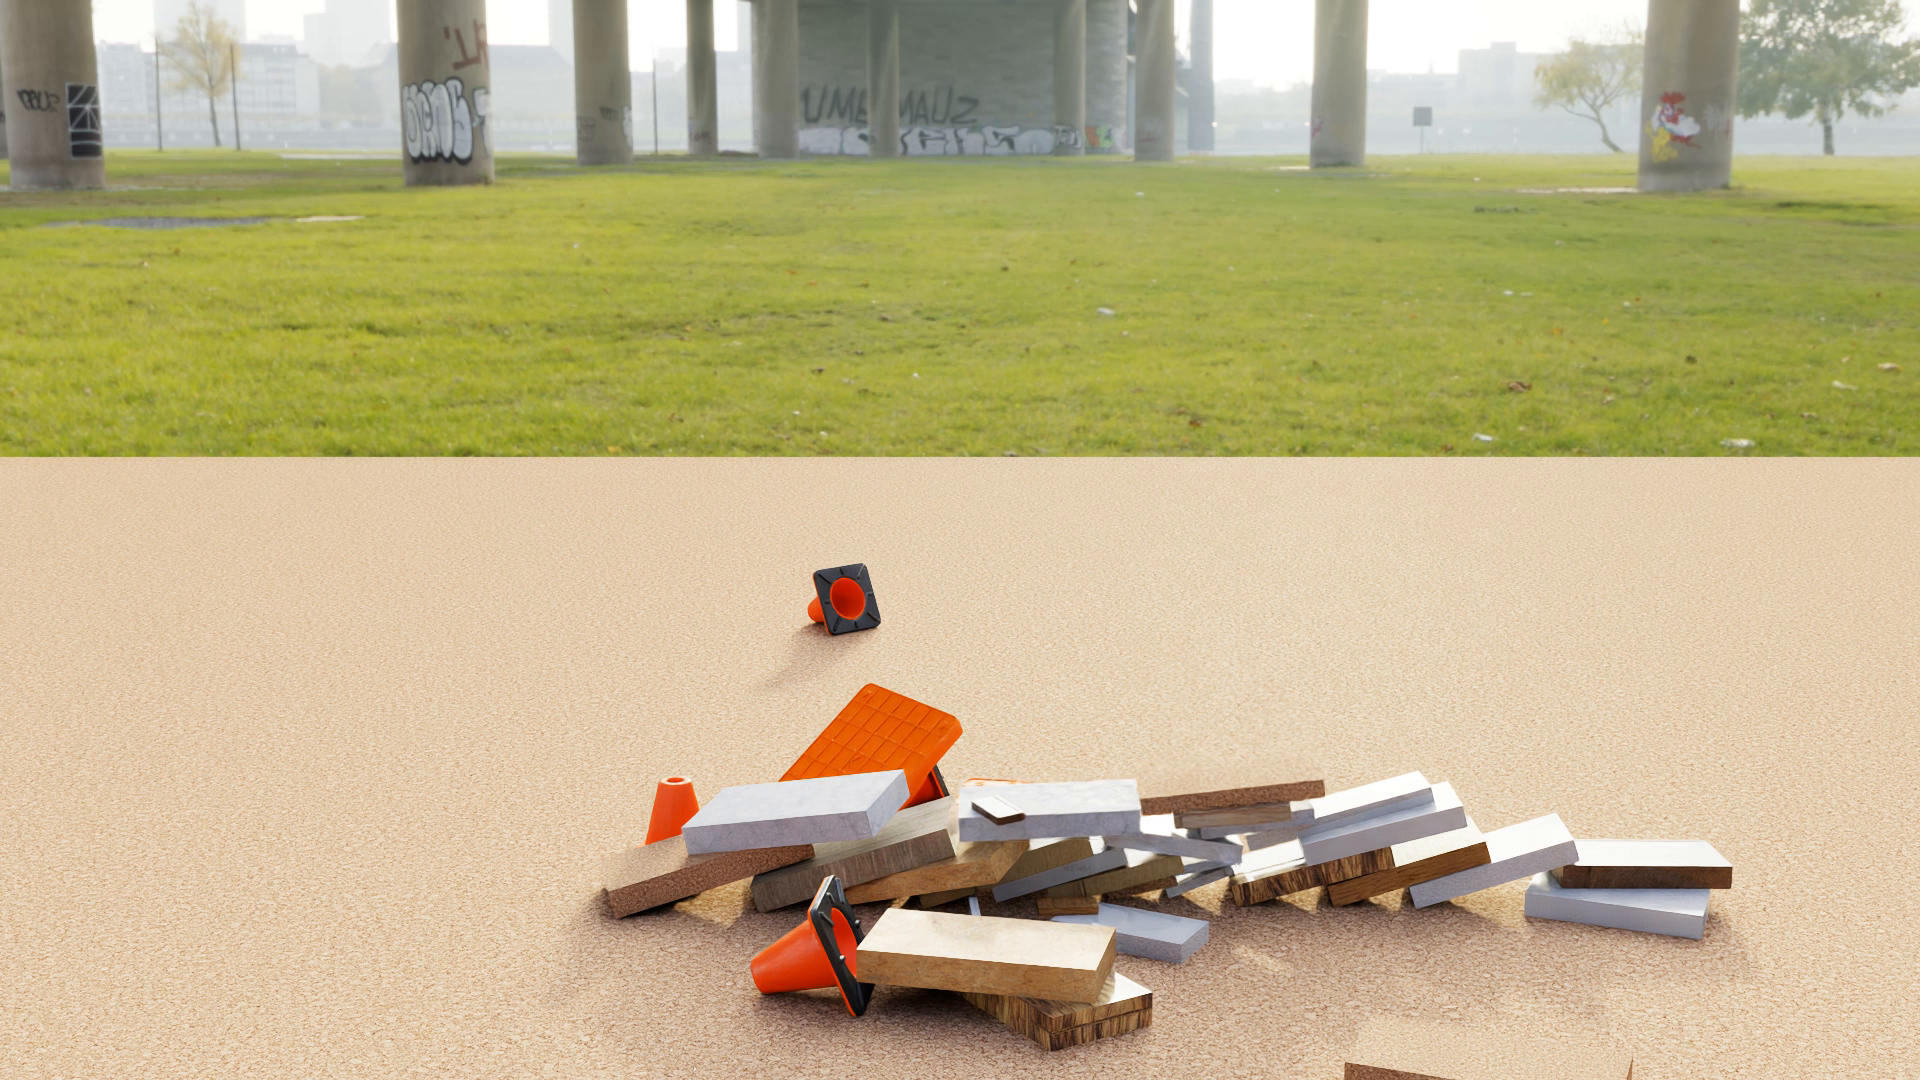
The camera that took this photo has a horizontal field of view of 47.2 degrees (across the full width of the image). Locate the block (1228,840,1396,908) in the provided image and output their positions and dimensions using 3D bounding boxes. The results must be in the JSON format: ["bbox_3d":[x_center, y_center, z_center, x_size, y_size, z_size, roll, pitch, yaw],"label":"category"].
[{"bbox_3d":[0.579,0.538,3.657,0.266,0.038,0.133,-15,10,3],"label":"block"}]

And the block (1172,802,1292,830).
[{"bbox_3d":[0.444,0.437,3.591,0.189,0.027,0.095,-5,13,8],"label":"block"}]

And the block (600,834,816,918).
[{"bbox_3d":[-0.422,0.528,3.654,0.338,0.048,0.169,-16,13,-11],"label":"block"}]

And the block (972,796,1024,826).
[{"bbox_3d":[0.060,0.432,3.518,0.048,0.014,0.095,-9,14,-25],"label":"block"}]

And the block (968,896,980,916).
[{"bbox_3d":[0.023,0.602,3.471,0.014,0.048,0.095,-1,11,-3],"label":"block"}]

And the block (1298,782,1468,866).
[{"bbox_3d":[0.693,0.469,3.639,0.266,0.038,0.133,-15,10,5],"label":"block"}]

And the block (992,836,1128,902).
[{"bbox_3d":[0.164,0.536,3.654,0.227,0.032,0.113,-17,10,5],"label":"block"}]

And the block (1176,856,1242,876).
[{"bbox_3d":[0.408,0.532,3.665,0.117,0.017,0.059,-11,10,-1],"label":"block"}]

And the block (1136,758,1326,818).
[{"bbox_3d":[0.441,0.405,3.603,0.298,0.032,0.112,-6,12,3],"label":"block"}]

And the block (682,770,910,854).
[{"bbox_3d":[-0.270,0.448,3.624,0.338,0.048,0.169,-8,14,22],"label":"block"}]

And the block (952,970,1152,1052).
[{"bbox_3d":[0.107,0.648,3.224,0.174,0.049,0.347,-7,12,-32],"label":"block"}]

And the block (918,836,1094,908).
[{"bbox_3d":[0.071,0.527,3.657,0.293,0.041,0.146,-18,10,2],"label":"block"}]

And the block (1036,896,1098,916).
[{"bbox_3d":[0.170,0.583,3.499,0.095,0.014,0.048,-1,11,-3],"label":"block"}]

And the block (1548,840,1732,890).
[{"bbox_3d":[1.118,0.536,3.641,0.274,0.039,0.137,0,10,0],"label":"block"}]

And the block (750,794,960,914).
[{"bbox_3d":[-0.169,0.518,3.633,0.338,0.048,0.169,-17,10,7],"label":"block"}]

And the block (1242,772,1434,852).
[{"bbox_3d":[0.624,0.451,3.658,0.314,0.027,0.095,-15,10,1],"label":"block"}]

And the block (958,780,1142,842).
[{"bbox_3d":[0.145,0.441,3.585,0.292,0.041,0.146,-3,13,1],"label":"block"}]

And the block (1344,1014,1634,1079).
[{"bbox_3d":[0.699,0.707,2.905,0.347,0.049,0.174,4,11,22],"label":"block"}]

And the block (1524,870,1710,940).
[{"bbox_3d":[1.068,0.588,3.571,0.274,0.039,0.137,5,11,23],"label":"block"}]

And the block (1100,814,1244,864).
[{"bbox_3d":[0.343,0.485,3.628,0.227,0.032,0.113,9,11,-8],"label":"block"}]

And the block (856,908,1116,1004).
[{"bbox_3d":[0.040,0.602,3.198,0.347,0.049,0.174,2,11,13],"label":"block"}]

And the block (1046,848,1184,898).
[{"bbox_3d":[0.255,0.546,3.653,0.227,0.032,0.113,-15,11,3],"label":"block"}]

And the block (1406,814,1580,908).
[{"bbox_3d":[0.873,0.531,3.645,0.275,0.039,0.137,-18,10,6],"label":"block"}]

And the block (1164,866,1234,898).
[{"bbox_3d":[0.397,0.561,3.672,0.117,0.017,0.058,-21,11,1],"label":"block"}]

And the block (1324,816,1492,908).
[{"bbox_3d":[0.735,0.533,3.653,0.266,0.038,0.133,-17,10,5],"label":"block"}]

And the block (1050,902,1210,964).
[{"bbox_3d":[0.266,0.613,3.456,0.223,0.032,0.112,6,12,28],"label":"block"}]

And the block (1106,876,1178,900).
[{"bbox_3d":[0.300,0.571,3.664,0.117,0.017,0.058,-12,10,-3],"label":"block"}]

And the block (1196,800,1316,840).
[{"bbox_3d":[0.482,0.453,3.626,0.189,0.027,0.094,-8,12,-3],"label":"block"}]

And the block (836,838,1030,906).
[{"bbox_3d":[-0.046,0.531,3.605,0.293,0.041,0.146,-13,12,27],"label":"block"}]
